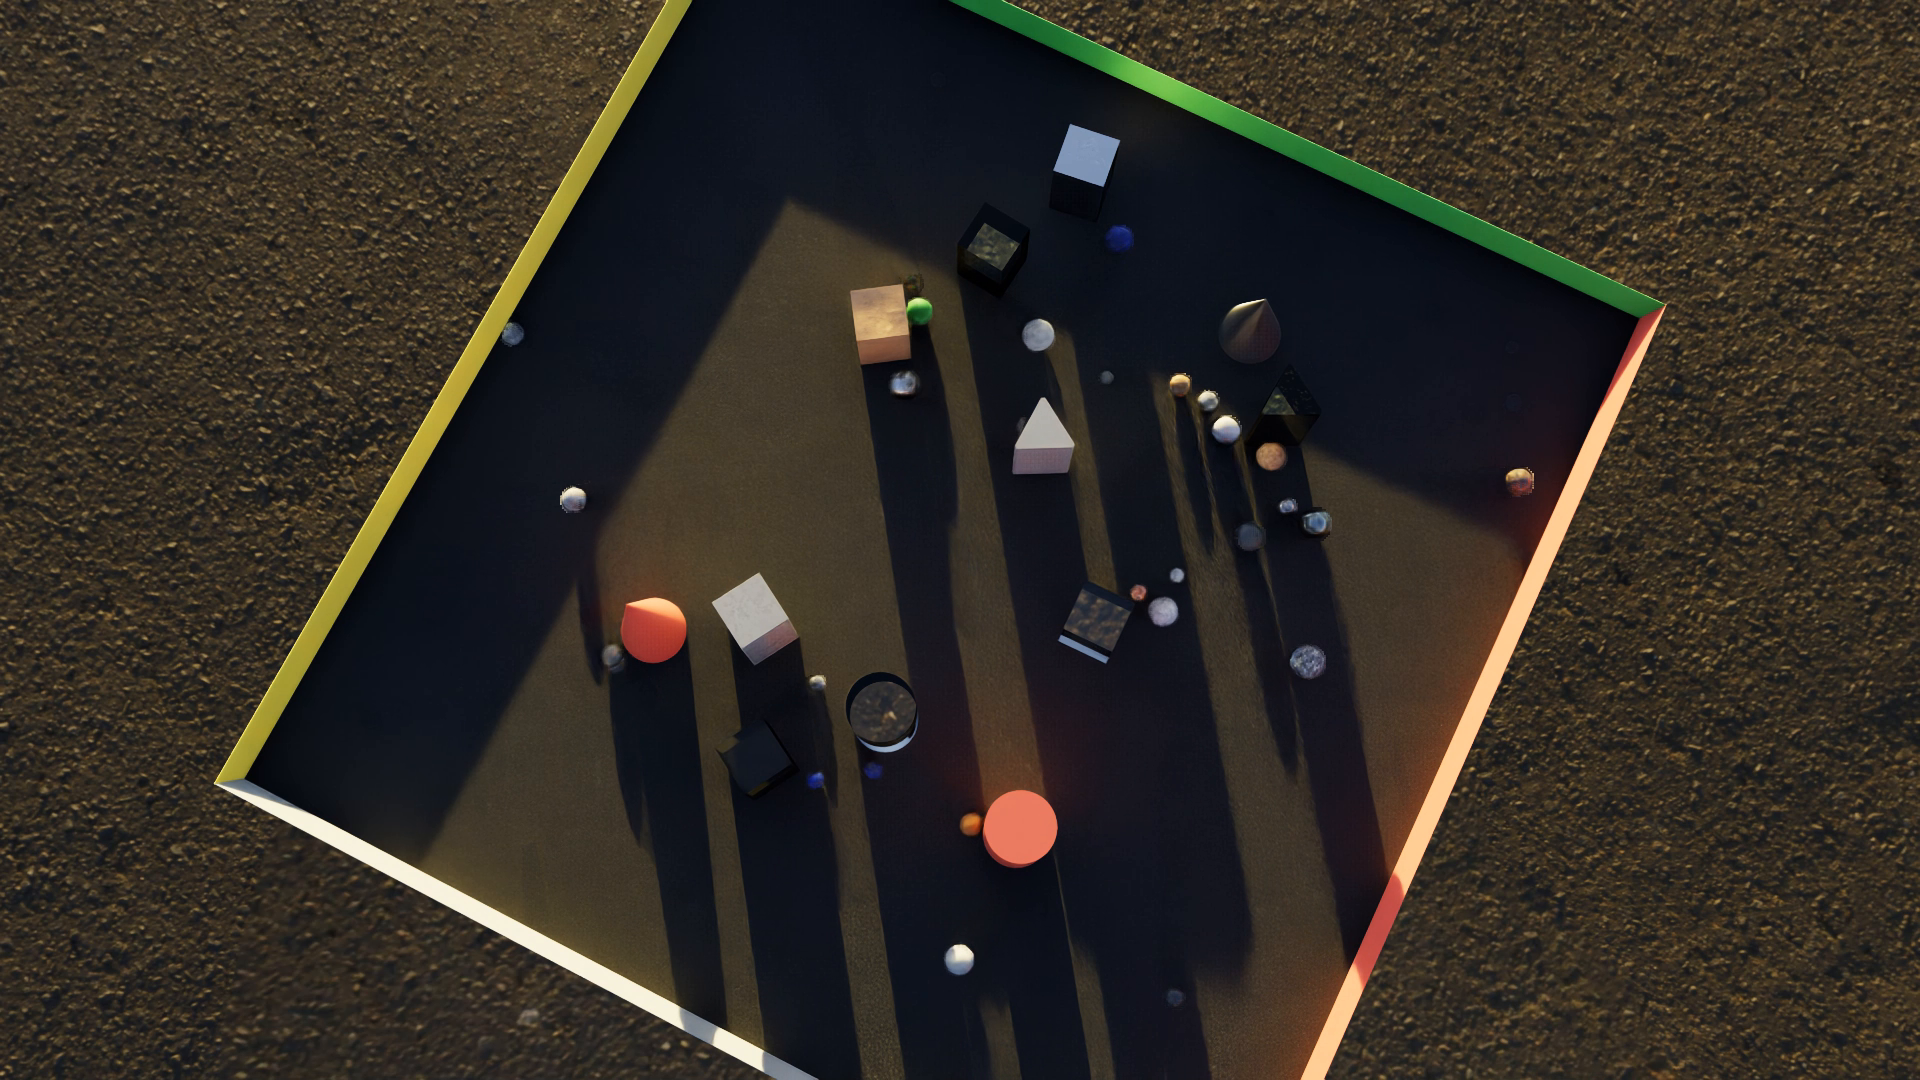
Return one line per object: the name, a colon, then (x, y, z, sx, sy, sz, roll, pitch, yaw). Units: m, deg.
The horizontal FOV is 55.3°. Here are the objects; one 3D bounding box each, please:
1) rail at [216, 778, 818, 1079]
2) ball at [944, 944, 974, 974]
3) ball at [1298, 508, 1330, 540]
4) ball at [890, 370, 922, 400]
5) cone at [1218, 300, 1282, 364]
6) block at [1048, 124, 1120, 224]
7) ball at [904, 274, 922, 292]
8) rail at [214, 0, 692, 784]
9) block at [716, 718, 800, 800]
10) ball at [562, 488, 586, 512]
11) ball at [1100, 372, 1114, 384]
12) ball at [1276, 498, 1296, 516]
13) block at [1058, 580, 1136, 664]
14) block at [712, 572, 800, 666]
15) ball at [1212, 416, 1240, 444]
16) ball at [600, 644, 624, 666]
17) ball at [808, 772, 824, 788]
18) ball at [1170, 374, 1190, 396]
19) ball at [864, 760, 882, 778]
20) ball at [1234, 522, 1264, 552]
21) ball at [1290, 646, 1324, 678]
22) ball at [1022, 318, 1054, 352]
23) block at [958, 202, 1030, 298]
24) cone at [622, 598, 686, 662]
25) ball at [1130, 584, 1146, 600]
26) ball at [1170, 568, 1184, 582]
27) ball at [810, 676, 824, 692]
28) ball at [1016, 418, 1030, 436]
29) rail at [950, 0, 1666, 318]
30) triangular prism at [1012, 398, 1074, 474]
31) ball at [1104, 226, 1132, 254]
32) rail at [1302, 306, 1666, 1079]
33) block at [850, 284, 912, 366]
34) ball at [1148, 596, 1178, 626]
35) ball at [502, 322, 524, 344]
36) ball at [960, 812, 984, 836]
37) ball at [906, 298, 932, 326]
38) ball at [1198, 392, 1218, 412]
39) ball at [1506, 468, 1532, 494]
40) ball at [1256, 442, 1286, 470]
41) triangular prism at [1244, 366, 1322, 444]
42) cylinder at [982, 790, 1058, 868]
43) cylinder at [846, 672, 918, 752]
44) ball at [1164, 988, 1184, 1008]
rail: (-0.717, 1.411, 5.257, 3.234, 0.130, 0.045, 26, 80, 5)
ball: (-0.001, 1.218, 5.320, 0.086, 0.086, 0.086, 0, 78, 0)
ball: (1.077, -0.049, 5.578, 0.095, 0.095, 0.095, 0, 78, 0)
ball: (-0.167, -0.480, 5.667, 0.096, 0.096, 0.096, 0, 78, 0)
cone: (0.908, -0.682, 5.591, 0.200, 0.327, 0.200, 0, 78, 0)
block: (0.384, -1.136, 5.701, 0.160, 0.296, 0.160, 19, 79, 4)
ball: (-0.147, -0.806, 5.755, 0.056, 0.056, 0.056, 0, 78, 0)
rail: (-1.425, -0.691, 5.692, 0.045, 0.130, 3.254, 26, 80, 5)
block: (-0.588, 0.641, 5.347, 0.160, 0.268, 0.160, -33, 80, -7)
ball: (-1.179, -0.125, 5.606, 0.072, 0.072, 0.072, 0, 78, 0)
ball: (0.458, -0.505, 5.701, 0.040, 0.040, 0.040, 0, 78, 0)
ball: (0.998, -0.100, 5.609, 0.056, 0.056, 0.056, 0, 78, 0)
block: (0.404, 0.245, 5.440, 0.160, 0.246, 0.160, 25, 79, 5)
block: (-0.598, 0.236, 5.390, 0.160, 0.348, 0.160, -33, 80, -6)
ball: (0.819, -0.338, 5.644, 0.083, 0.083, 0.083, 0, 78, 0)
ball: (-1.045, 0.347, 5.510, 0.068, 0.068, 0.068, 0, 78, 0)
ball: (-0.427, 0.713, 5.444, 0.049, 0.049, 0.049, 0, 78, 0)
ball: (0.682, -0.479, 5.682, 0.067, 0.067, 0.067, 0, 78, 0)
ball: (-0.260, 0.681, 5.449, 0.052, 0.052, 0.052, 0, 78, 0)
ball: (0.879, -0.010, 5.572, 0.091, 0.091, 0.091, 0, 78, 0)
ball: (1.040, 0.366, 5.490, 0.099, 0.099, 0.099, 0, 78, 0)
ball: (0.243, -0.637, 5.698, 0.100, 0.100, 0.100, 0, 78, 0)
block: (0.101, -0.892, 5.668, 0.160, 0.260, 0.160, 32, 80, 6)
cone: (-0.929, 0.227, 5.330, 0.200, 0.470, 0.200, 0, 78, 0)
ball: (0.541, 0.159, 5.559, 0.049, 0.049, 0.049, 0, 78, 0)
ball: (0.658, 0.108, 5.571, 0.045, 0.045, 0.045, 0, 78, 0)
ball: (-0.429, 0.431, 5.503, 0.047, 0.047, 0.047, 0, 78, 0)
ball: (0.201, -0.349, 5.661, 0.055, 0.055, 0.055, 0, 78, 0)
rail: (0.717, -1.397, 5.839, 3.234, 0.130, 0.045, 26, 80, 5)
triangular prism: (0.246, -0.314, 5.522, 0.173, 0.312, 0.150, -1, 78, 0)
ball: (0.498, -0.946, 5.769, 0.085, 0.085, 0.085, 0, 78, 0)
rail: (1.425, 0.705, 5.404, 0.045, 0.130, 3.254, 26, 80, 5)
block: (-0.242, -0.660, 5.629, 0.160, 0.243, 0.160, -8, 78, -2)
ball: (0.613, 0.215, 5.526, 0.089, 0.089, 0.089, 0, 78, 0)
ball: (-1.395, -0.645, 5.715, 0.069, 0.069, 0.069, 0, 78, 0)
ball: (0.034, 0.838, 5.407, 0.070, 0.070, 0.070, 0, 78, 0)
ball: (-0.128, -0.712, 5.721, 0.084, 0.084, 0.084, 0, 78, 0)
ball: (0.767, -0.429, 5.674, 0.061, 0.061, 0.061, 0, 78, 0)
ball: (1.712, -0.180, 5.613, 0.080, 0.080, 0.080, 0, 78, 0)
ball: (0.954, -0.257, 5.624, 0.089, 0.089, 0.089, 0, 78, 0)
triangular prism: (0.965, -0.405, 5.517, 0.173, 0.360, 0.150, 0, 78, 0)
cylinder: (0.167, 0.829, 5.227, 0.200, 0.426, 0.200, 0, 78, 0)
cylinder: (-0.224, 0.506, 5.346, 0.200, 0.325, 0.200, 0, 78, 0)
ball: (0.621, 1.327, 5.311, 0.061, 0.061, 0.061, 0, 78, 0)
